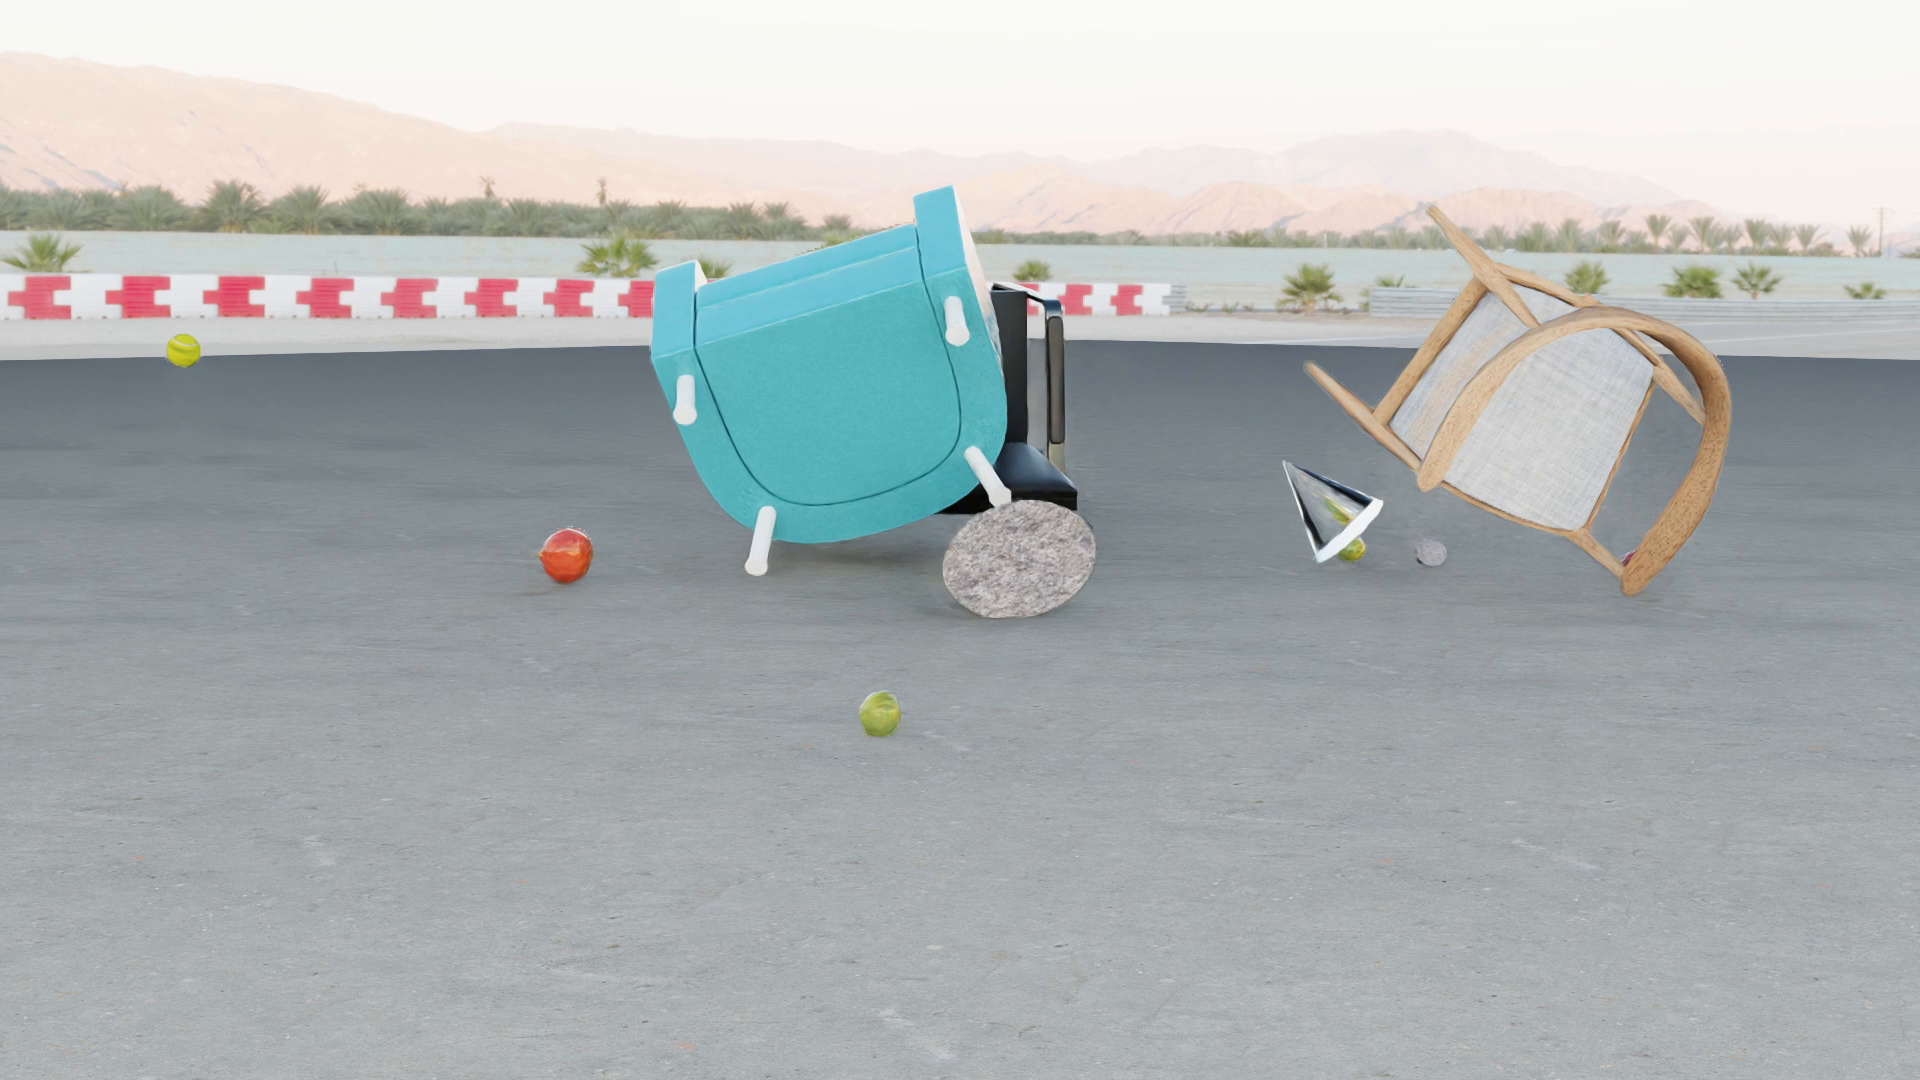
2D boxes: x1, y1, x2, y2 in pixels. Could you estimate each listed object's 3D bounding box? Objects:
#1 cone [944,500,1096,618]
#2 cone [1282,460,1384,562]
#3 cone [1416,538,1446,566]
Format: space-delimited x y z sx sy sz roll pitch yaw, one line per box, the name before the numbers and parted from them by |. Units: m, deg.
cone | 0.125 0.076 5.131 0.300 0.229 0.341 -15 -14 0
cone | 0.770 -0.096 5.546 0.193 0.228 0.095 -43 15 7
cone | 1.064 0.040 5.876 0.080 0.067 0.063 -16 -17 -25
